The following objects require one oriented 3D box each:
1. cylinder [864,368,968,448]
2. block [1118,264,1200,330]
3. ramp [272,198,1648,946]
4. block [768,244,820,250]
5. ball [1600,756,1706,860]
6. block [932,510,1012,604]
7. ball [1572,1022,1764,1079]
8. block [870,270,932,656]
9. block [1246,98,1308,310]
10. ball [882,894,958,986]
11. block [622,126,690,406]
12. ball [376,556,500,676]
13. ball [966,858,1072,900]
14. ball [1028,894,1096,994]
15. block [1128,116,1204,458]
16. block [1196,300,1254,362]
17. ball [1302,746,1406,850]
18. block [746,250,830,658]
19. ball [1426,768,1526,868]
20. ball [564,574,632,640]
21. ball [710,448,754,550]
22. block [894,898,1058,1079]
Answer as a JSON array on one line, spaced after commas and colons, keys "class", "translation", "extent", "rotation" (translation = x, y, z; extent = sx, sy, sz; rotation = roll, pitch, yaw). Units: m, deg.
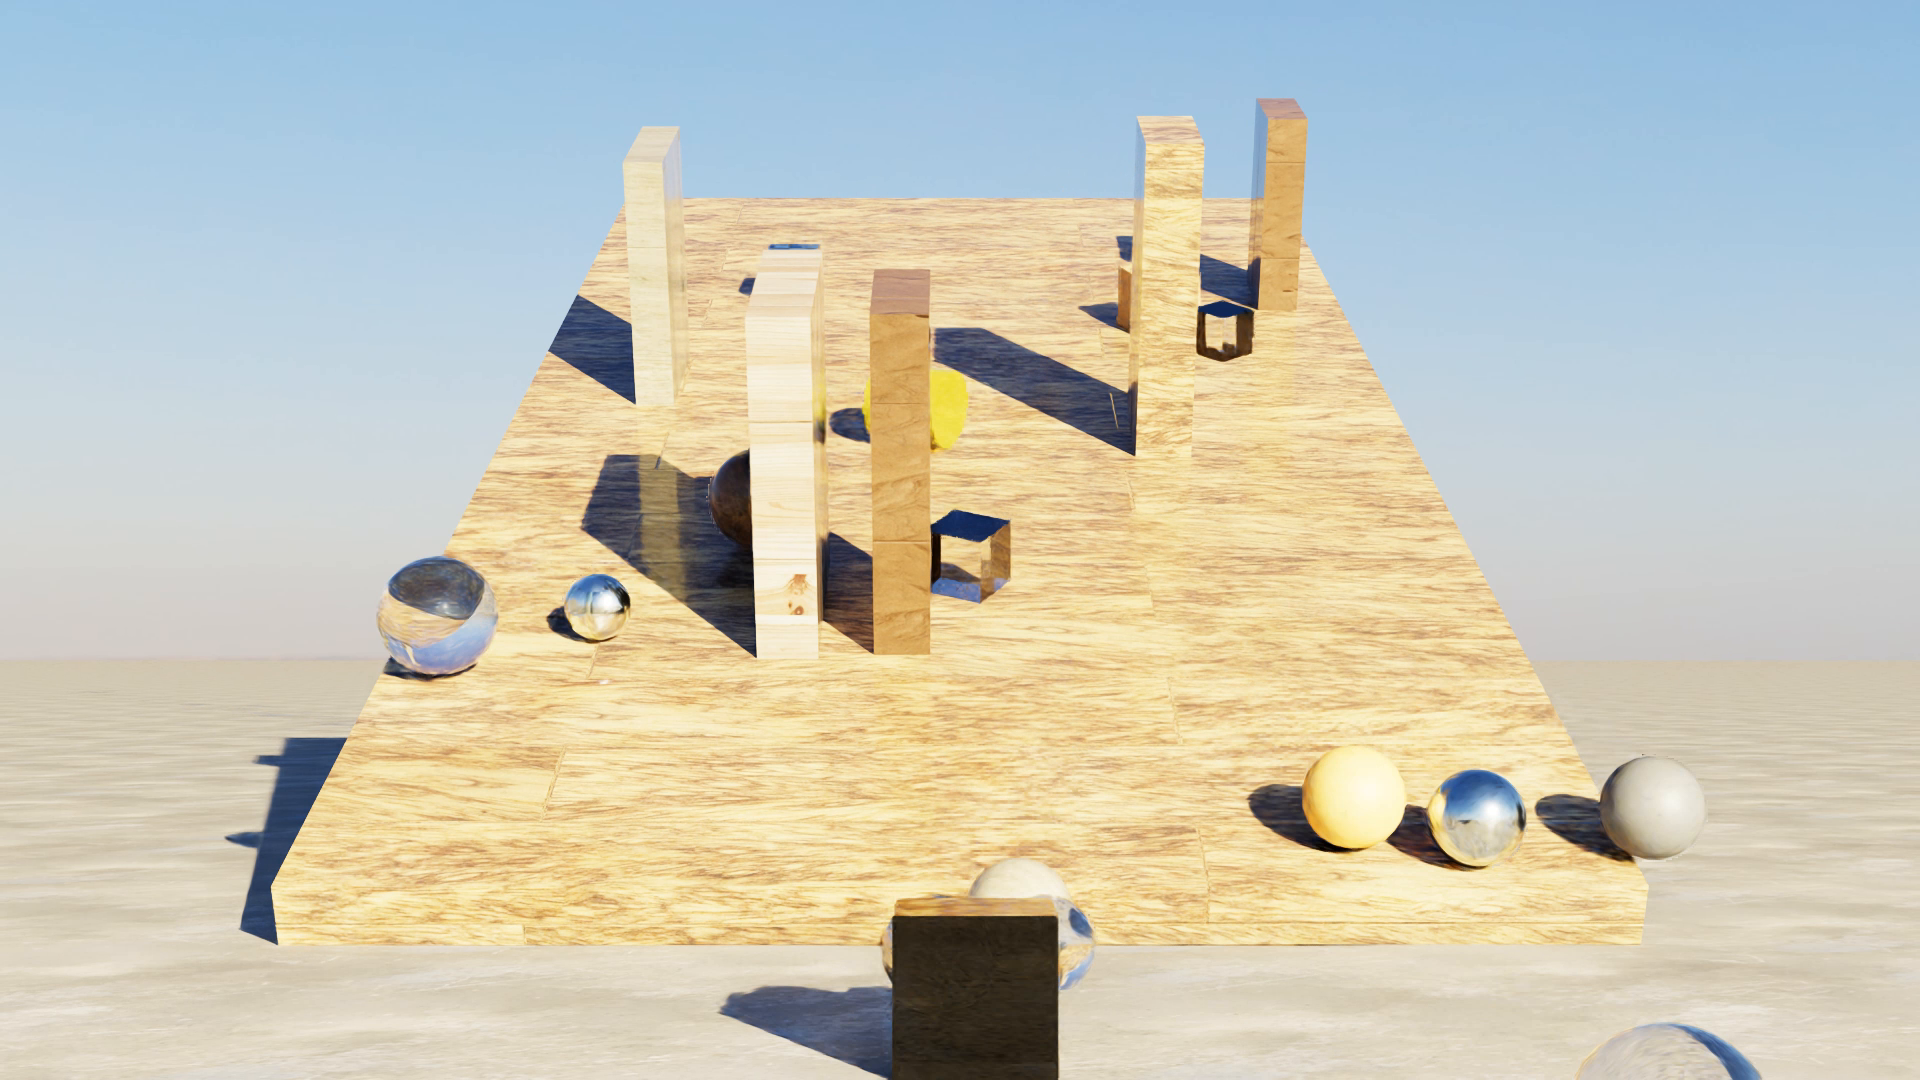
[{"class": "cylinder", "translation": [-0.096, -0.294, 5.019], "extent": [0.169, 0.169, 0.169], "rotation": [9, 1, 25]}, {"class": "block", "translation": [0.499, -0.603, 5.796], "extent": [0.151, 0.151, 0.151], "rotation": [-9, 25, -22]}, {"class": "ramp", "translation": [-0.007, -0.224, 5.214], "extent": [2.000, 0.100, 4.000], "rotation": [0, 23, 0]}, {"class": "block", "translation": [-0.437, -0.692, 6.030], "extent": [0.130, 0.130, 0.130], "rotation": [2, 23, 4]}, {"class": "ball", "translation": [1.024, 0.396, 3.413], "extent": [0.152, 0.152, 0.152], "rotation": [0, -3, 0]}, {"class": "block", "translation": [0.013, 0.030, 4.320], "extent": [0.122, 0.122, 0.122], "rotation": [12, 25, 26]}, {"class": "ball", "translation": [0.525, 0.435, 1.705], "extent": [0.154, 0.154, 0.154], "rotation": [0, -3, 0]}, {"class": "block", "translation": [-0.102, -0.137, 4.068], "extent": [0.099, 0.625, 0.269], "rotation": [0, 23, 0]}, {"class": "block", "translation": [0.821, -0.872, 5.988], "extent": [0.099, 0.498, 0.251], "rotation": [0, 23, 0]}, {"class": "ball", "translation": [-0.024, 0.452, 2.538], "extent": [0.124, 0.124, 0.124], "rotation": [0, -3, 0]}, {"class": "block", "translation": [-0.698, -0.637, 5.336], "extent": [0.086, 0.564, 0.357], "rotation": [0, 23, 0]}, {"class": "ball", "translation": [-0.897, 0.131, 3.966], "extent": [0.206, 0.206, 0.206], "rotation": [0, -3, 0]}, {"class": "ball", "translation": [0.080, 0.507, 3.136], "extent": [0.150, 0.150, 0.150], "rotation": [0, -3, 0]}, {"class": "ball", "translation": [0.094, 0.444, 2.532], "extent": [0.110, 0.110, 0.110], "rotation": [0, -3, 0]}, {"class": "block", "translation": [0.439, -0.545, 4.968], "extent": [0.119, 0.683, 0.264], "rotation": [0, 23, 0]}, {"class": "block", "translation": [0.637, -0.509, 5.624], "extent": [0.110, 0.110, 0.110], "rotation": [-18, 29, -37]}, {"class": "ball", "translation": [0.587, 0.383, 3.439], "extent": [0.154, 0.154, 0.154], "rotation": [0, -3, 0]}, {"class": "block", "translation": [-0.302, -0.159, 4.120], "extent": [0.108, 0.624, 0.414], "rotation": [0, 23, 0]}, {"class": "ball", "translation": [0.759, 0.408, 3.393], "extent": [0.144, 0.144, 0.144], "rotation": [0, -3, 0]}, {"class": "ball", "translation": [-0.645, 0.119, 4.109], "extent": [0.119, 0.119, 0.119], "rotation": [0, -3, 0]}, {"class": "ball", "translation": [-0.387, -0.080, 4.481], "extent": [0.199, 0.199, 0.199], "rotation": [0, -3, 0]}, {"class": "block", "translation": [0.015, 0.463, 2.393], "extent": [0.166, 0.166, 0.166], "rotation": [0, -3, 0]}]
